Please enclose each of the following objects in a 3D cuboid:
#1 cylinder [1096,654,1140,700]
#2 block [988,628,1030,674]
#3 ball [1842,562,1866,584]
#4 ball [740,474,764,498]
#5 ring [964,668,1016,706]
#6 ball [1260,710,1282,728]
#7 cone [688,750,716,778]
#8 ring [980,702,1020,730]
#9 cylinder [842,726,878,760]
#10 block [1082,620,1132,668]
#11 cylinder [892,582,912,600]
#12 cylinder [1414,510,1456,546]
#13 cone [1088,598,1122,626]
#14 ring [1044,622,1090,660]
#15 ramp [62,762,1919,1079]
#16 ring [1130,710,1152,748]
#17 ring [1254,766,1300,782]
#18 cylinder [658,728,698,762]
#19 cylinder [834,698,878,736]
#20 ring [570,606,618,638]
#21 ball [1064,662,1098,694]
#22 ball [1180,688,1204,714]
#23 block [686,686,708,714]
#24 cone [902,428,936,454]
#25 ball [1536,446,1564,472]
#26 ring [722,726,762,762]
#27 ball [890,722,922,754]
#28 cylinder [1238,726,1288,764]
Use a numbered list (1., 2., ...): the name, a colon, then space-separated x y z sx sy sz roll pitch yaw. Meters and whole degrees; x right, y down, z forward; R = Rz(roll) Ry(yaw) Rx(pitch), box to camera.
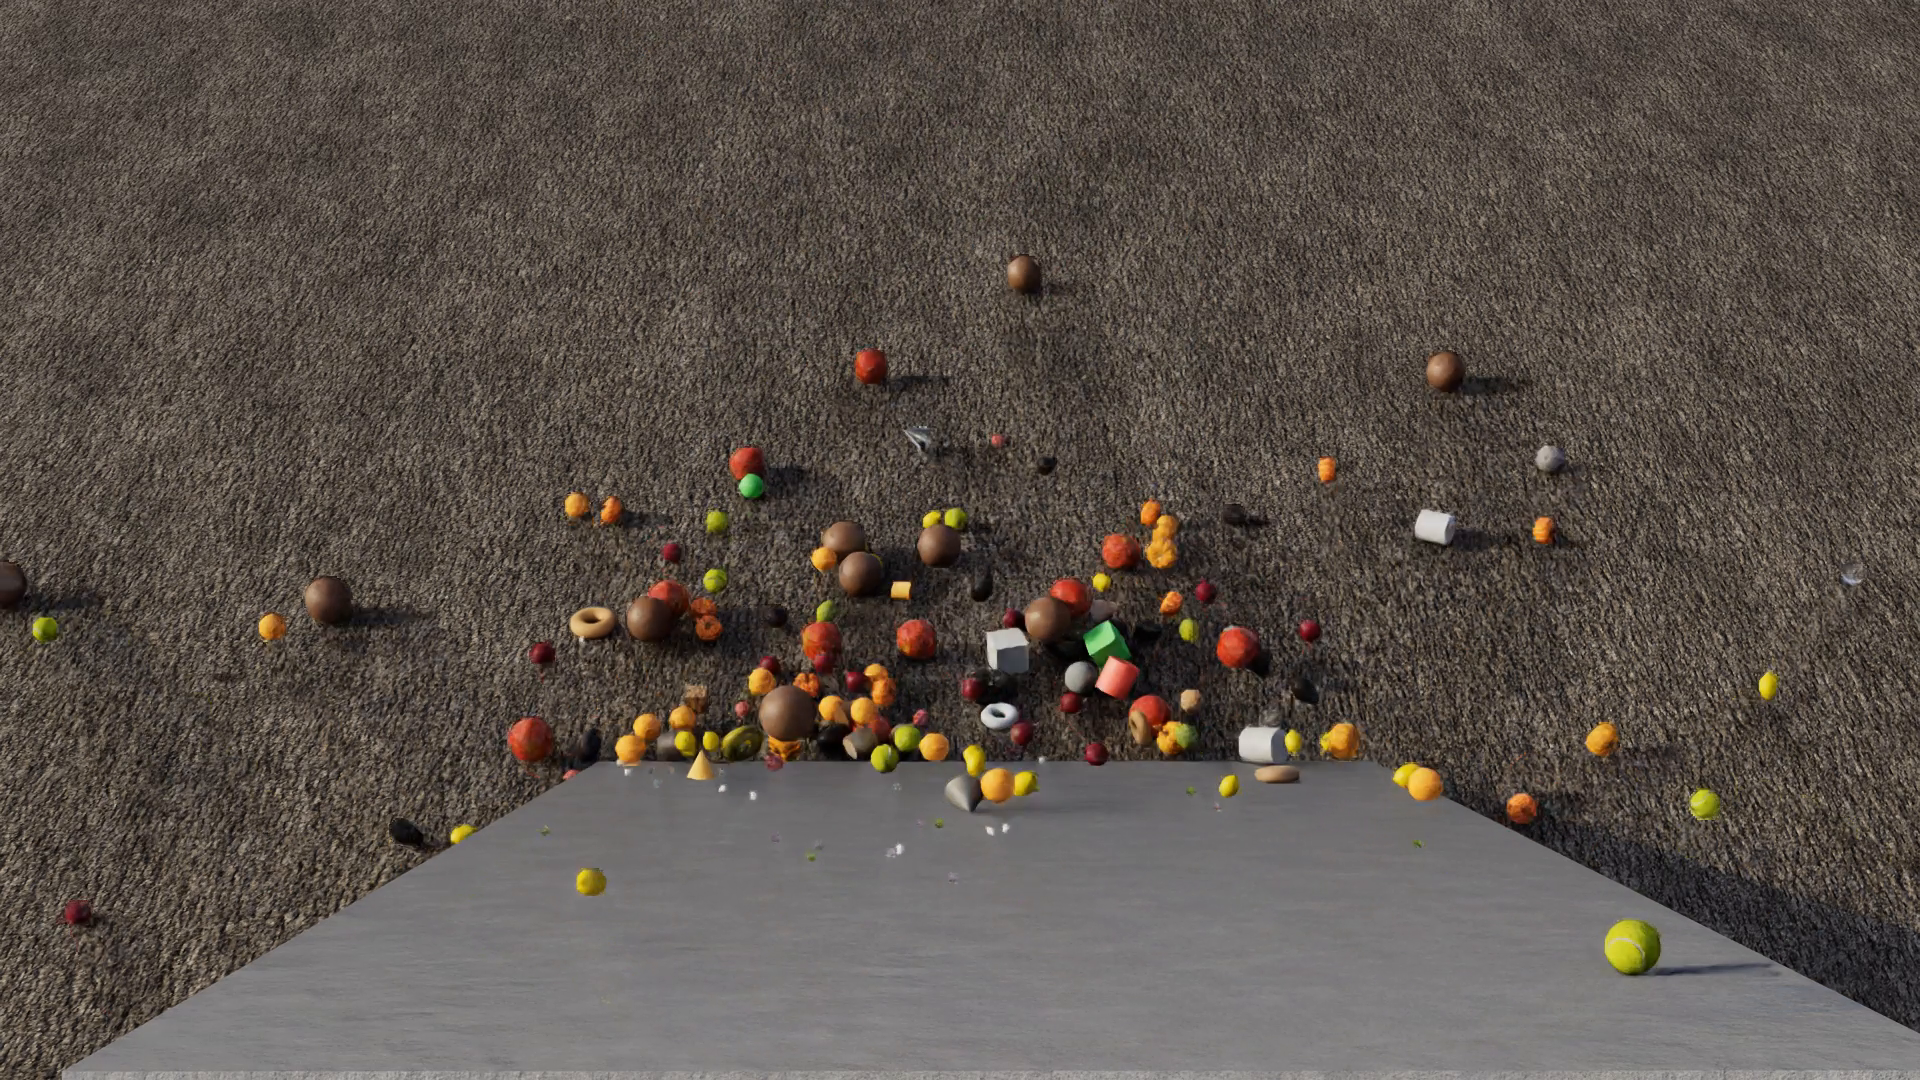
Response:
1. cylinder: 0.429 0.375 7.052 0.093 0.093 0.093 25 6 -3
2. block: 0.133 0.311 7.194 0.092 0.092 0.092 -9 32 -15
3. ball: 2.616 0.098 7.576 0.066 0.066 0.066 0 31 0
4. ball: -0.643 -0.166 8.008 0.077 0.077 0.077 0 31 0
5. ring: 0.082 0.403 7.085 0.143 0.048 0.143 0 32 0
6. ball: 0.835 0.483 6.938 0.059 0.059 0.059 0 31 0
7. cone: -0.619 0.534 6.202 0.070 0.070 0.070 0 0 0
8. ring: 0.108 0.475 6.976 0.104 0.035 0.104 -1 32 0
9. cylinder: -0.259 0.527 6.733 0.068 0.068 0.068 -27 39 -24
10. block: 0.405 0.293 7.151 0.087 0.087 0.087 -32 38 12
11. cylinder: -0.168 0.147 7.500 0.052 0.052 0.052 4 31 8
12. cylinder: 1.425 -0.038 7.762 0.093 0.093 0.093 14 34 28
13. cone: 0.419 0.193 7.295 0.087 0.087 0.087 -18 27 17
14. ring: 0.312 0.284 7.282 0.147 0.049 0.147 1 32 0
15. ramp: 0.069 0.610 4.681 2.000 0.100 4.000 0 0 0
16. ring: 0.459 0.481 6.583 0.033 0.098 0.098 -17 34 -11
17. ring: 0.745 0.550 6.089 0.106 0.035 0.106 -1 -1 0
18. cylinder: -0.722 0.525 6.634 0.077 0.077 0.077 -11 27 21
19. cylinder: -0.278 0.474 6.920 0.088 0.088 0.088 -16 34 -27
20. ring: -1.041 0.235 7.368 0.134 0.045 0.134 -1 30 1
21. ball: 0.331 0.378 7.083 0.091 0.091 0.091 0 31 0
22. ball: 0.629 0.436 7.009 0.067 0.067 0.067 0 31 0
23. block: -0.713 0.433 7.026 0.055 0.055 0.055 1 31 1
24. cone: -0.142 -0.334 8.239 0.097 0.097 0.097 24 35 5
25. ball: 1.857 -0.255 8.146 0.088 0.088 0.088 0 31 0
26. ring: -0.560 0.523 6.657 0.117 0.117 0.039 -15 51 -23
27. ball: -0.144 0.521 6.789 0.084 0.084 0.084 0 31 0
28. cylinder: 0.772 0.523 6.588 0.092 0.092 0.092 1 26 36
